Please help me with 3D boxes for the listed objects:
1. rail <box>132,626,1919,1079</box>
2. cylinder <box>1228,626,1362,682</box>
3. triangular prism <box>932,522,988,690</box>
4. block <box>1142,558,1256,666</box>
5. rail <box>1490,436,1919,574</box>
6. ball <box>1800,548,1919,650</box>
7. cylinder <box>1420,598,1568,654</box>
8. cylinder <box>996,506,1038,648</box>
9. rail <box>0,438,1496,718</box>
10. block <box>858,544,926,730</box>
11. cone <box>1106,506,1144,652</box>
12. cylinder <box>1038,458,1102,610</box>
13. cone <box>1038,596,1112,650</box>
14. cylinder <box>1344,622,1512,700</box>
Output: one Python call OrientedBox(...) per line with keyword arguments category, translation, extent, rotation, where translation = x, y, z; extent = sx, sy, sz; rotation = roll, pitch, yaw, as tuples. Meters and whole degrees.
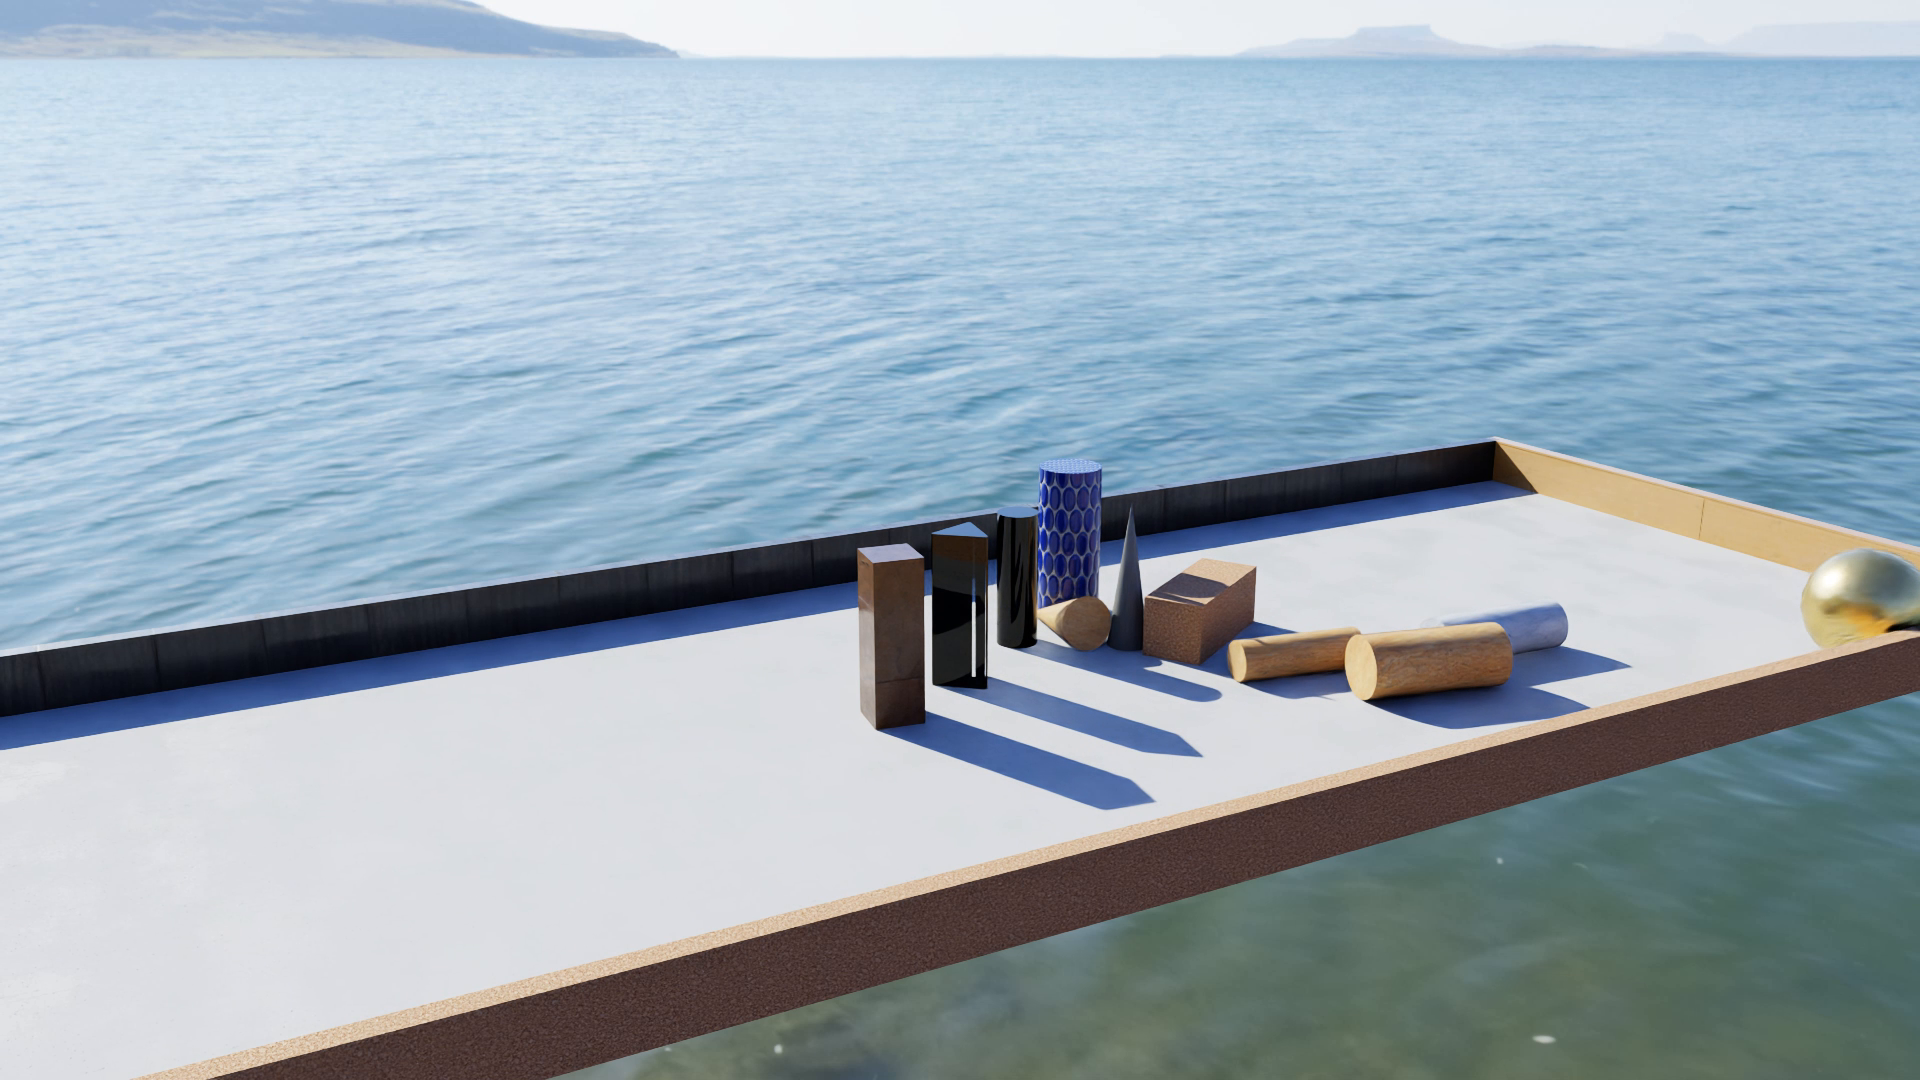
OrientedBox(category="rail", translation=(-2.336, 1.006, 1.665), extent=(12.000, 0.150, 0.050), rotation=(-9, 18, -27))
OrientedBox(category="cylinder", translation=(0.854, 0.289, 4.187), extent=(0.337, 0.104, 0.104), rotation=(-5, 17, -17))
OrientedBox(category="triangular prism", translation=(0.011, 0.161, 4.109), extent=(0.138, 0.394, 0.120), rotation=(3, 17, 12))
OrientedBox(category="block", translation=(0.648, 0.187, 4.436), extent=(0.160, 0.160, 0.401), rotation=(9, 19, 29))
OrientedBox(category="rail", translation=(2.466, -0.048, 5.253), extent=(0.050, 0.150, 2.100), rotation=(-9, 18, -27))
OrientedBox(category="ball", translation=(2.328, 0.172, 4.236), extent=(0.301, 0.301, 0.301), rotation=(0, 16, 0))
OrientedBox(category="cylinder", translation=(1.390, 0.242, 4.300), extent=(0.385, 0.131, 0.131), rotation=(-7, 18, -23))
OrientedBox(category="cylinder", translation=(0.152, 0.099, 4.377), extent=(0.109, 0.361, 0.109), rotation=(0, 16, 0))
OrientedBox(category="rail", translation=(-3.305, 0.497, 3.399), extent=(12.000, 0.150, 0.050), rotation=(-9, 18, -27))
OrientedBox(category="block", translation=(-0.160, 0.226, 3.863), extent=(0.122, 0.408, 0.122), rotation=(-6, 17, -19))
OrientedBox(category="cone", translation=(0.448, 0.088, 4.352), extent=(0.110, 0.397, 0.110), rotation=(0, 16, 0))
OrientedBox(category="cylinder", translation=(0.305, -0.002, 4.609), extent=(0.174, 0.423, 0.174), rotation=(0, 16, 0))
OrientedBox(category="cone", translation=(0.267, 0.212, 4.509), extent=(0.146, 0.146, 0.341), rotation=(-7, 6, -23))
OrientedBox(category="cylinder", translation=(1.153, 0.297, 4.062), extent=(0.369, 0.160, 0.160), rotation=(-4, 17, -14))
